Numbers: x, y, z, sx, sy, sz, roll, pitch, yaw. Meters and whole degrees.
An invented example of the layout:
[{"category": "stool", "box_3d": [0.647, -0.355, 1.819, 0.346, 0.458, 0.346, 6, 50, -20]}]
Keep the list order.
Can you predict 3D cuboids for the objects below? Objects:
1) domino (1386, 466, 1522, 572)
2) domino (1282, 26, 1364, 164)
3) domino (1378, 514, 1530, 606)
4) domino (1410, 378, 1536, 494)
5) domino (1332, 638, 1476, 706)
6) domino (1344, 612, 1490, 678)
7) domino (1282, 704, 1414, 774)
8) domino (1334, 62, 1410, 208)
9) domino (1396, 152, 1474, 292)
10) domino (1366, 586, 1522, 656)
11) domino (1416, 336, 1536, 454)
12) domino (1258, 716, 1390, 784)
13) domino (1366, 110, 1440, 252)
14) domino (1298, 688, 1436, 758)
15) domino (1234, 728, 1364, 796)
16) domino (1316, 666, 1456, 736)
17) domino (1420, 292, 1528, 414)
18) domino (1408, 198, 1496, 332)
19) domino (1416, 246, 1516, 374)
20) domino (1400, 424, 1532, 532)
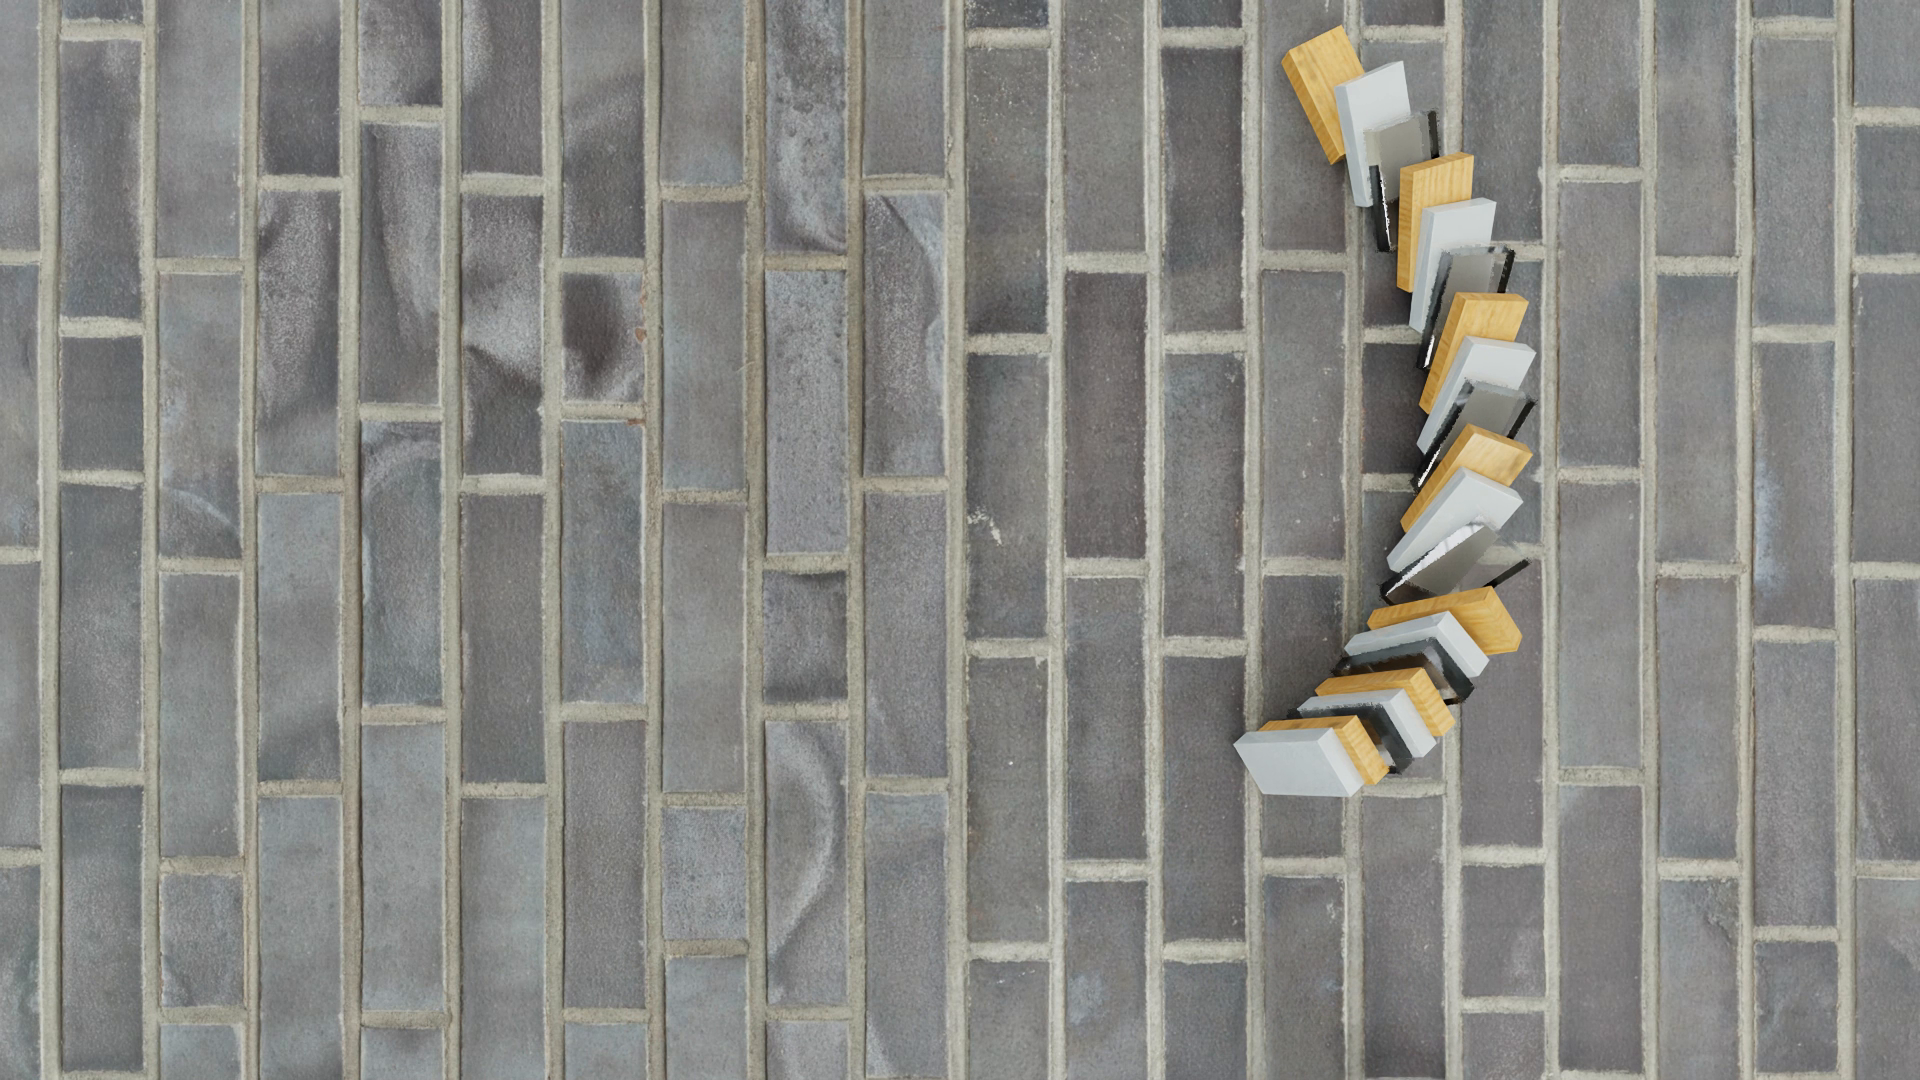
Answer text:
[{"category": "domino", "box_3d": [0.205, -0.004, 0.382, 0.025, 0.010, 0.050, 24, 123, 0]}, {"category": "domino", "box_3d": [0.162, -0.192, 0.395, 0.025, 0.010, 0.050, -26, 90, 0]}, {"category": "domino", "box_3d": [0.205, 0.015, 0.382, 0.025, 0.010, 0.050, 40, 122, -7]}, {"category": "domino", "box_3d": [0.213, -0.040, 0.382, 0.025, 0.010, 0.050, 13, 123, 0]}, {"category": "domino", "box_3d": [0.180, 0.057, 0.376, 0.010, 0.050, 0.025, -39, 90, -26]}, {"category": "domino", "box_3d": [0.186, 0.047, 0.375, 0.010, 0.050, 0.025, -40, 90, -26]}, {"category": "domino", "box_3d": [0.157, 0.082, 0.375, 0.009, 0.050, 0.025, -31, 90, -26]}, {"category": "domino", "box_3d": [0.176, -0.170, 0.385, 0.025, 0.010, 0.050, -23, 115, 0]}, {"category": "domino", "box_3d": [0.198, -0.132, 0.383, 0.025, 0.010, 0.050, -16, 122, 0]}, {"category": "domino", "box_3d": [0.197, 0.037, 0.375, 0.009, 0.050, 0.025, -43, 101, -36]}, {"category": "domino", "box_3d": [0.214, -0.058, 0.382, 0.025, 0.009, 0.050, 8, 123, 0]}, {"category": "domino", "box_3d": [0.147, 0.086, 0.376, 0.009, 0.050, 0.025, -31, 90, -26]}, {"category": "domino", "box_3d": [0.187, -0.150, 0.385, 0.025, 0.009, 0.050, -20, 116, 0]}, {"category": "domino", "box_3d": [0.165, 0.076, 0.376, 0.009, 0.050, 0.025, -31, 90, -26]}, {"category": "domino", "box_3d": [0.137, 0.091, 0.376, 0.009, 0.050, 0.025, -31, 90, -26]}, {"category": "domino", "box_3d": [0.173, 0.068, 0.376, 0.009, 0.050, 0.025, -31, 90, -26]}, {"category": "domino", "box_3d": [0.213, -0.077, 0.382, 0.025, 0.009, 0.050, 2, 124, 0]}, {"category": "domino", "box_3d": [0.205, -0.114, 0.383, 0.025, 0.010, 0.050, -10, 122, 0]}, {"category": "domino", "box_3d": [0.210, -0.095, 0.383, 0.025, 0.009, 0.050, -4, 123, 0]}, {"category": "domino", "box_3d": [0.210, -0.021, 0.382, 0.025, 0.009, 0.050, 20, 123, 0]}]
